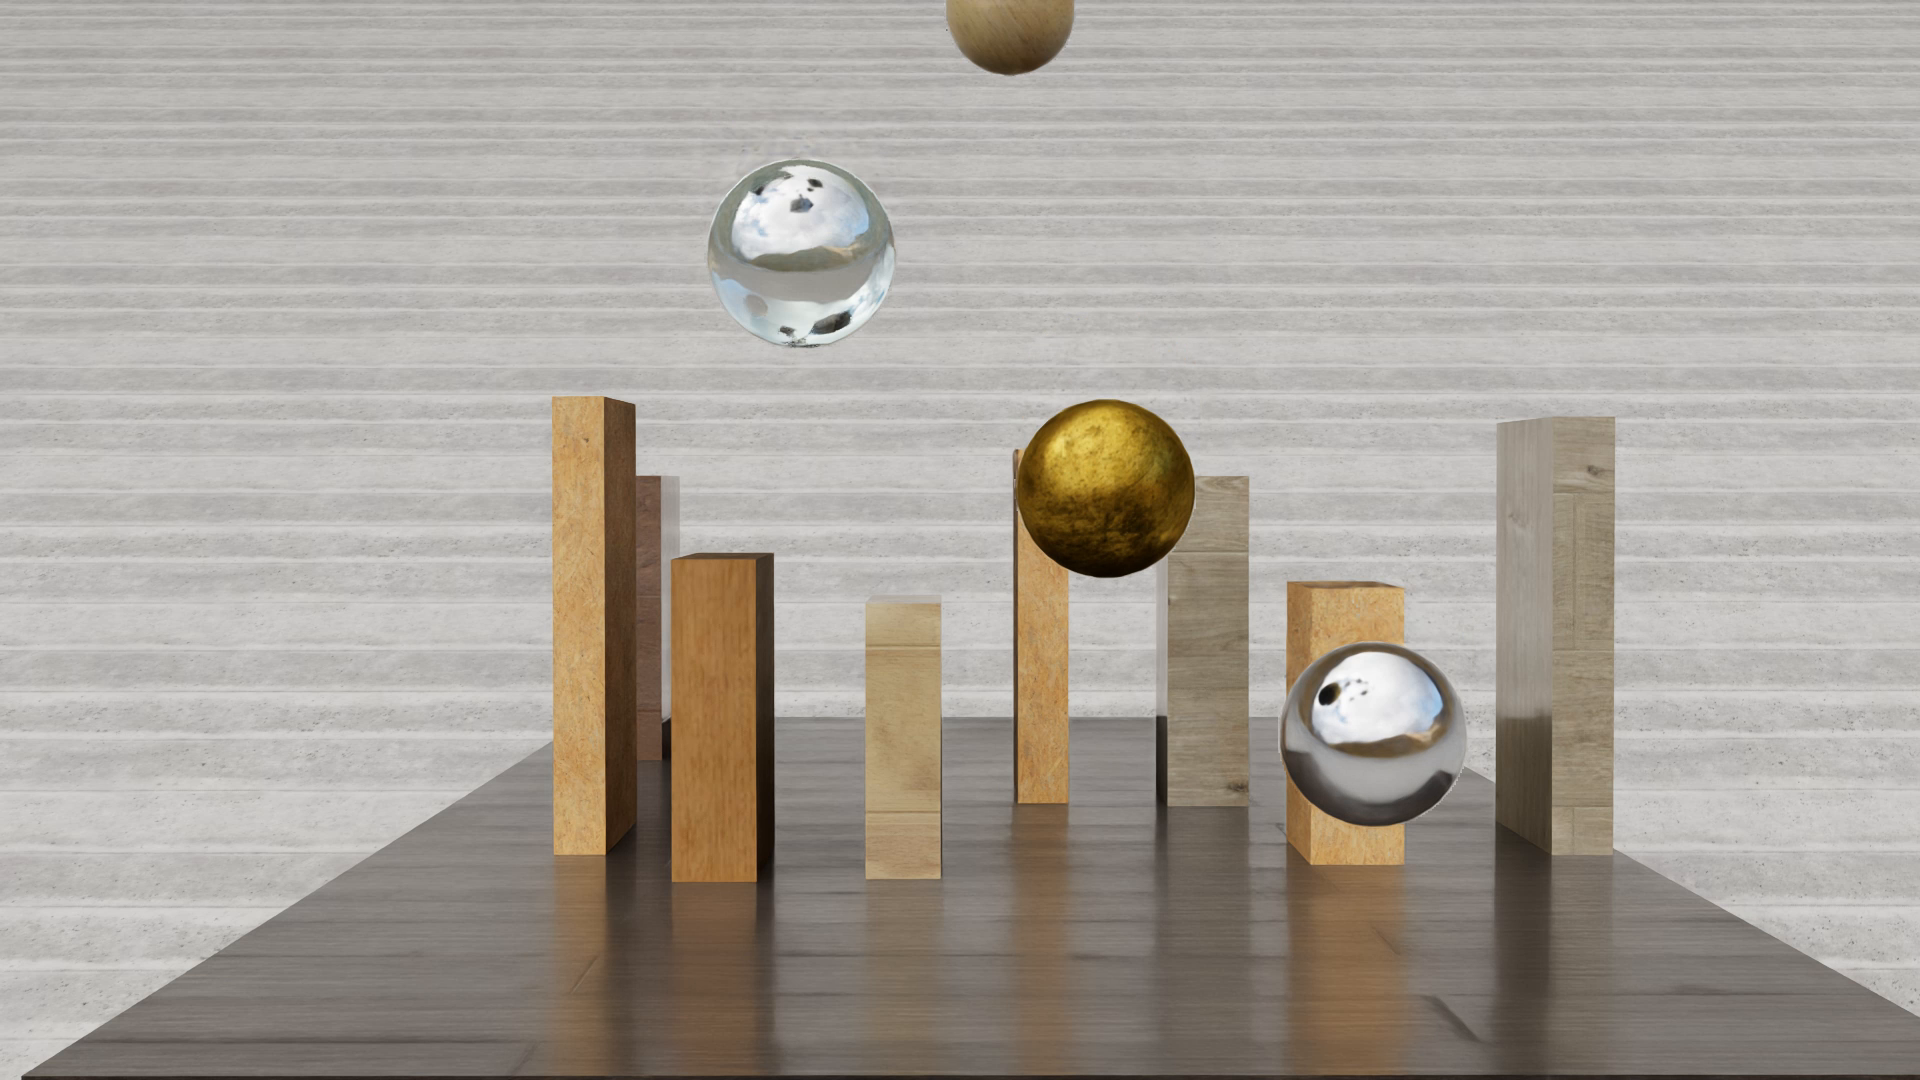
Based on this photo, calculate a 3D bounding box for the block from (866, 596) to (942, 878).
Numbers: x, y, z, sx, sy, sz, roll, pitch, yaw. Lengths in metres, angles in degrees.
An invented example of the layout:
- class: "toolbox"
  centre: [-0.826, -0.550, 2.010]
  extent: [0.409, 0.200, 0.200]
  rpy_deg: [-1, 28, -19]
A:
- class: "block"
  centre: [-0.085, 0.298, 4.006]
  extent: [0.113, 0.413, 0.290]
  rpy_deg: [0, 1, 0]

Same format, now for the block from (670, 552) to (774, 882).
- class: "block"
  centre: [-0.366, 0.265, 4.026]
  extent: [0.126, 0.480, 0.386]
  rpy_deg: [0, 1, 0]

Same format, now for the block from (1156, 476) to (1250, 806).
- class: "block"
  centre: [0.455, 0.183, 4.866]
  extent: [0.149, 0.606, 0.270]
  rpy_deg: [0, 1, 0]

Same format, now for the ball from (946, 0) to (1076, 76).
- class: "ball"
  centre: [0.049, -0.510, 2.485]
  extent: [0.124, 0.124, 0.124]
  rpy_deg: [0, 27, 0]

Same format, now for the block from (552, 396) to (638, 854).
- class: "block"
  centre: [-0.608, 0.133, 4.318]
  extent: [0.083, 0.731, 0.407]
  rpy_deg: [0, 1, 0]

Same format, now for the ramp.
- class: "ramp"
  centre: [0.060, 0.543, 4.579]
  extent: [2.000, 0.100, 4.000]
  rpy_deg: [0, 1, 0]

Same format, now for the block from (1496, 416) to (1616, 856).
- class: "block"
  centre: [0.991, 0.148, 4.318]
  extent: [0.098, 0.698, 0.431]
  rpy_deg: [0, 1, 0]

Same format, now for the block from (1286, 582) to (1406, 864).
- class: "block"
  centre: [0.617, 0.286, 4.152]
  extent: [0.145, 0.429, 0.295]
  rpy_deg: [0, 1, 0]

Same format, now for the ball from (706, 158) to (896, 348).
- class: "ball"
  centre: [-0.145, -0.262, 2.363]
  extent: [0.173, 0.173, 0.173]
  rpy_deg: [0, 27, 0]

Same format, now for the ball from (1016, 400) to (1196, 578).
- class: "ball"
  centre: [0.147, -0.052, 2.599]
  extent: [0.180, 0.180, 0.180]
  rpy_deg: [0, 27, 0]

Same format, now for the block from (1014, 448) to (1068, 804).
- class: "block"
  centre: [0.154, 0.155, 4.982]
  extent: [0.094, 0.657, 0.401]
  rpy_deg: [0, 1, 0]

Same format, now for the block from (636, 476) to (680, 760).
- class: "block"
  centre: [-0.699, 0.163, 5.719]
  extent: [0.117, 0.611, 0.374]
  rpy_deg: [0, 1, 0]

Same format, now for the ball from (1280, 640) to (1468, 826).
- class: "ball"
  centre: [0.430, 0.202, 2.687]
  extent: [0.193, 0.193, 0.193]
  rpy_deg: [0, 27, 0]
